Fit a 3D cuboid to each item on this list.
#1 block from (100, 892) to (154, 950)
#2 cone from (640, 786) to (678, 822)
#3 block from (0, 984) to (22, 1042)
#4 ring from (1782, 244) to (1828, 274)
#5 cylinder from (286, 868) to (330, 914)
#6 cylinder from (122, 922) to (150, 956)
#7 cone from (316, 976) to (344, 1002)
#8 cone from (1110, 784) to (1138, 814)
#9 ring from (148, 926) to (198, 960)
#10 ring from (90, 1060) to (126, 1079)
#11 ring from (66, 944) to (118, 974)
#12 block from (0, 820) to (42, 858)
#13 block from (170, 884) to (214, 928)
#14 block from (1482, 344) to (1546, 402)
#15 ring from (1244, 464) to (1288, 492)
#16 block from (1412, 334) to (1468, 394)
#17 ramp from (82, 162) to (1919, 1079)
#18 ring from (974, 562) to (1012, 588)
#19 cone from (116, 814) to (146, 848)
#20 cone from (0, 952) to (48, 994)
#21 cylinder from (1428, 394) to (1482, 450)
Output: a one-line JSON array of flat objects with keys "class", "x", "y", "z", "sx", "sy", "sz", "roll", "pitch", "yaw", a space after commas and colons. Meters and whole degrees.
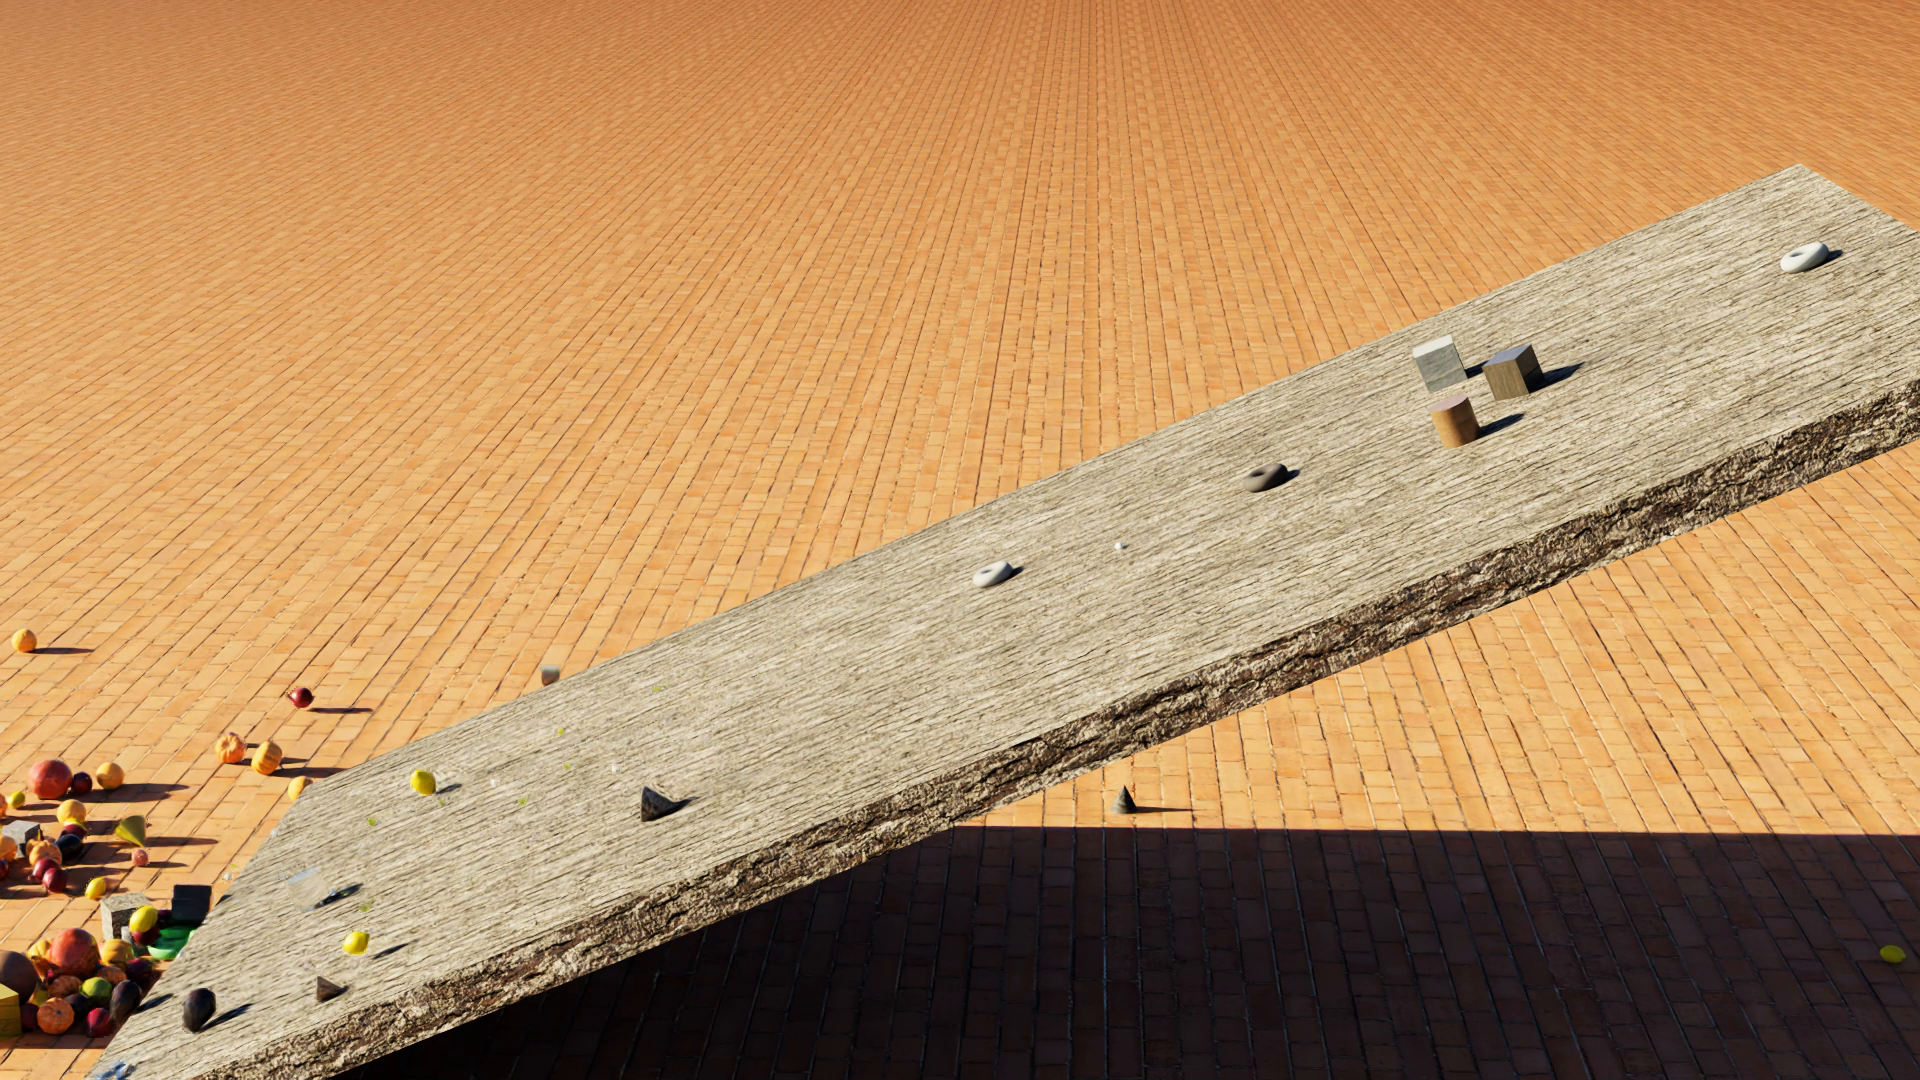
[{"class": "block", "x": -1.917, "y": 0.877, "z": 6.773, "sx": 0.094, "sy": 0.094, "sz": 0.094, "roll": -9, "pitch": 17, "yaw": -29}, {"class": "cone", "x": -0.595, "y": 0.528, "z": 5.870, "sx": 0.073, "sy": 0.073, "sz": 0.073, "roll": 3, "pitch": 15, "yaw": 2}, {"class": "block", "x": -2.069, "y": 1.011, "z": 6.265, "sx": 0.096, "sy": 0.096, "sz": 0.096, "roll": 14, "pitch": 21, "yaw": 43}, {"class": "ring", "x": 1.740, "y": -0.581, "z": 6.058, "sx": 0.100, "sy": 0.033, "sz": 0.100, "roll": -25, "pitch": 13, "yaw": 6}, {"class": "cylinder", "x": -1.407, "y": 0.758, "z": 6.349, "sx": 0.072, "sy": 0.072, "sz": 0.072, "roll": -23, "pitch": 13, "yaw": 6}, {"class": "cylinder", "x": -1.881, "y": 0.911, "z": 6.712, "sx": 0.059, "sy": 0.059, "sz": 0.059, "roll": 0, "pitch": 15, "yaw": 0}, {"class": "cone", "x": -1.211, "y": 0.865, "z": 5.662, "sx": 0.052, "sy": 0.052, "sz": 0.052, "roll": 1, "pitch": 15, "yaw": -11}, {"class": "cone", "x": 0.425, "y": 0.664, "z": 7.612, "sx": 0.072, "sy": 0.072, "sz": 0.072, "roll": 0, "pitch": 15, "yaw": 0}, {"class": "ring", "x": -1.782, "y": 0.919, "z": 6.705, "sx": 0.136, "sy": 0.045, "sz": 0.136, "roll": 0, "pitch": 14, "yaw": 0}, {"class": "ring", "x": -1.668, "y": 1.047, "z": 5.764, "sx": 0.076, "sy": 0.025, "sz": 0.076, "roll": -24, "pitch": 11, "yaw": 5}, {"class": "ring", "x": -1.956, "y": 0.943, "z": 6.633, "sx": 0.114, "sy": 0.038, "sz": 0.114, "roll": 0, "pitch": 16, "yaw": 0}, {"class": "block", "x": -2.336, "y": 0.744, "z": 7.321, "sx": 0.067, "sy": 0.067, "sz": 0.067, "roll": 5, "pitch": 16, "yaw": 16}, {"class": "block", "x": -1.768, "y": 0.849, "z": 6.771, "sx": 0.084, "sy": 0.084, "sz": 0.084, "roll": 3, "pitch": -29, "yaw": -10}, {"class": "block", "x": 1.146, "y": -0.346, "z": 6.091, "sx": 0.081, "sy": 0.081, "sz": 0.081, "roll": -13, "pitch": 17, "yaw": 42}, {"class": "ring", "x": 0.650, "y": -0.132, "z": 6.254, "sx": 0.100, "sy": 0.033, "sz": 0.100, "roll": -22, "pitch": 14, "yaw": 6}, {"class": "block", "x": 1.047, "y": -0.383, "z": 6.414, "sx": 0.088, "sy": 0.088, "sz": 0.088, "roll": -22, "pitch": 13, "yaw": 12}, {"class": "ramp", "x": 0.131, "y": 0.170, "z": 6.285, "sx": 4.000, "sy": 0.100, "sz": 2.000, "roll": -23, "pitch": 13, "yaw": 8}, {"class": "ring", "x": 0.072, "y": 0.077, "z": 6.480, "sx": 0.092, "sy": 0.031, "sz": 0.092, "roll": -22, "pitch": 14, "yaw": 6}, {"class": "cone", "x": -2.062, "y": 0.746, "z": 7.375, "sx": 0.080, "sy": 0.080, "sz": 0.080, "roll": -13, "pitch": 47, "yaw": -41}, {"class": "cone", "x": -2.053, "y": 0.976, "z": 6.498, "sx": 0.097, "sy": 0.097, "sz": 0.097, "roll": 31, "pitch": 22, "yaw": 10}, {"class": "cylinder", "x": 0.998, "y": -0.238, "z": 5.923, "sx": 0.083, "sy": 0.083, "sz": 0.083, "roll": -23, "pitch": 13, "yaw": 6}]
